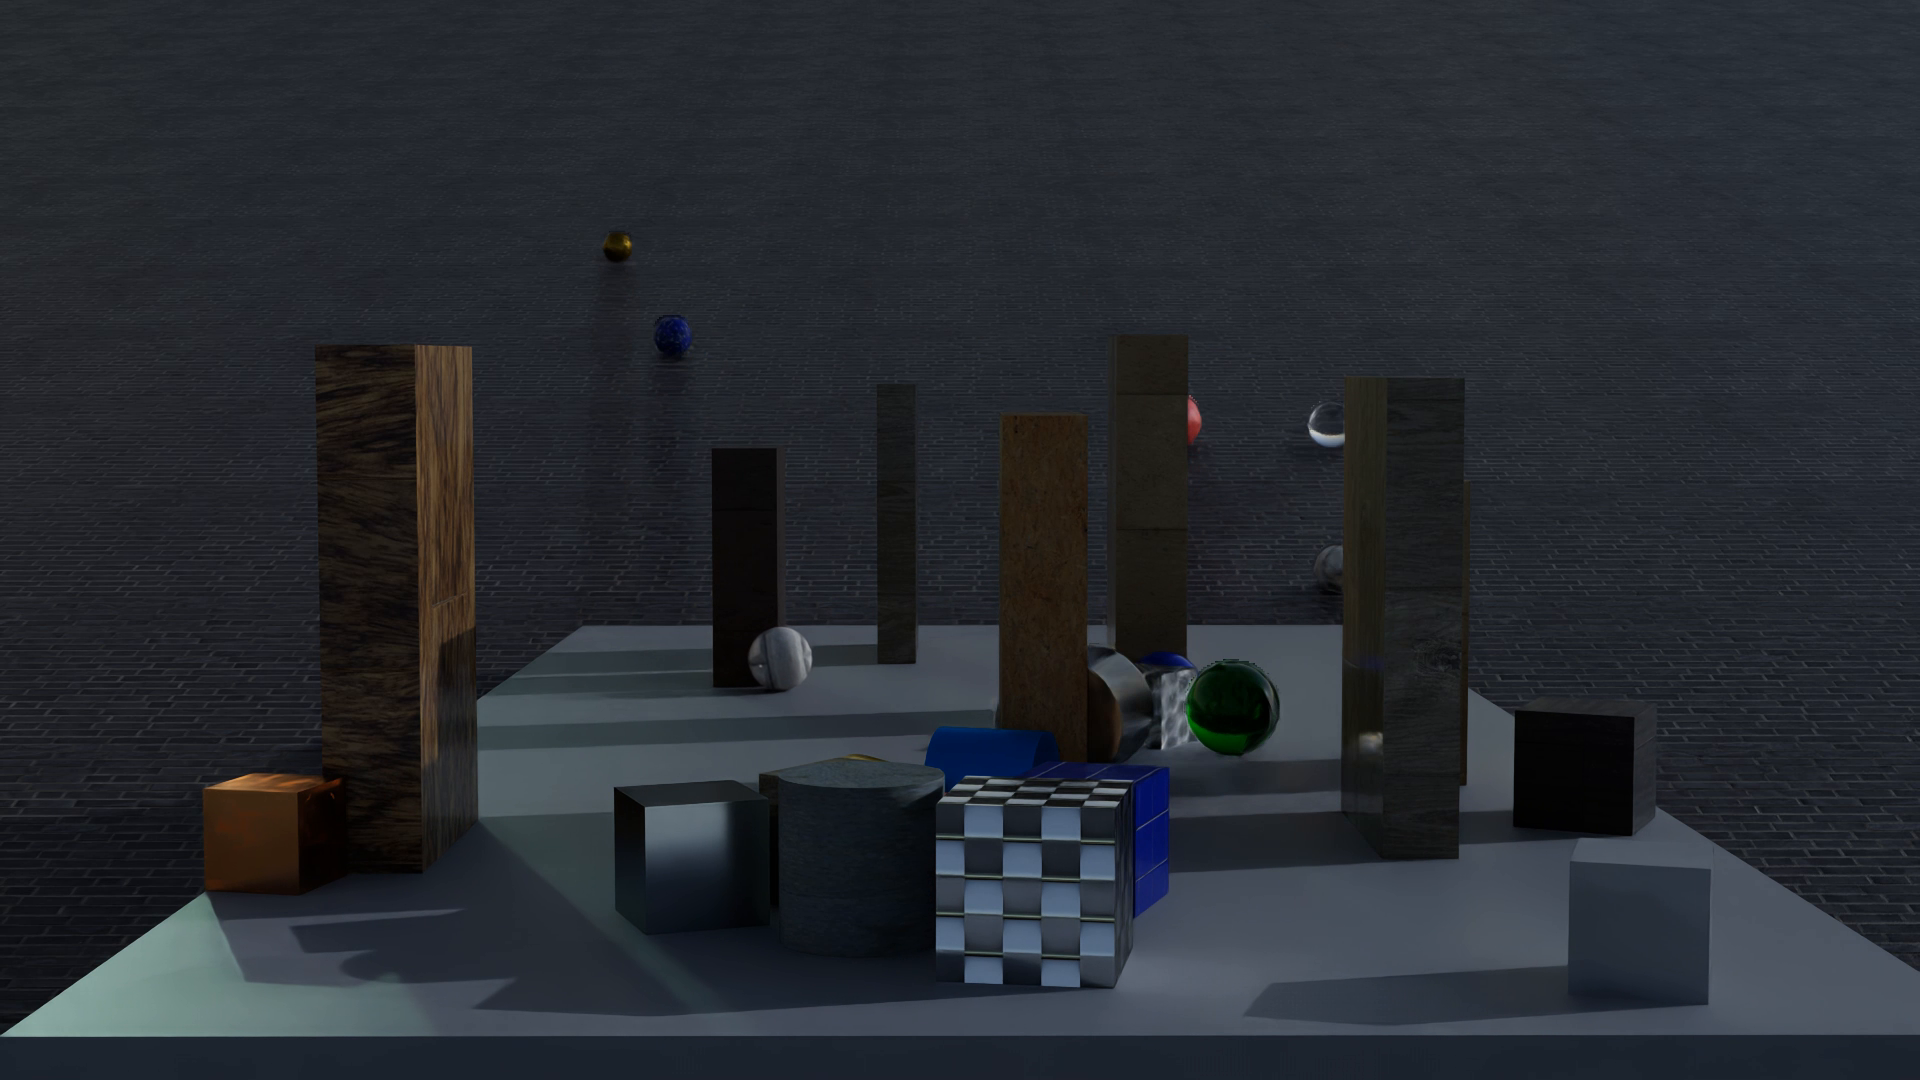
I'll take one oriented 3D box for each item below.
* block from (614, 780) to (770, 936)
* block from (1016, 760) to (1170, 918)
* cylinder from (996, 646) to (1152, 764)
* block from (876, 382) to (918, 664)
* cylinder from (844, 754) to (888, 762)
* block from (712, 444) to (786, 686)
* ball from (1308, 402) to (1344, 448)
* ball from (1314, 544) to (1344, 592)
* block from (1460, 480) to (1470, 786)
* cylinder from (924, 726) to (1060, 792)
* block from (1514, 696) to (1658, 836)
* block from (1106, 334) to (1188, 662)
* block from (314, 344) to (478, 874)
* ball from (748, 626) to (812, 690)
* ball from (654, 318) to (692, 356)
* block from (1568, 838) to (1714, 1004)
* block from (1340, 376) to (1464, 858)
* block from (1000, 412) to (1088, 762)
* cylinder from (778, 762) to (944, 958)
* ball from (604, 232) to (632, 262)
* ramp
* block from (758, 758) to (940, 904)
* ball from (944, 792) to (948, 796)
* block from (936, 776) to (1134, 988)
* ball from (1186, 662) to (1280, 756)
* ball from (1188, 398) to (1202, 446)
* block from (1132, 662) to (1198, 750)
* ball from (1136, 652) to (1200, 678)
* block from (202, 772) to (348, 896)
[{"bbox_3d":[-0.323,0.378,3.080,0.151,0.151,0.151,-2,4,-21],"label":"block"},{"bbox_3d":[0.161,0.367,3.174,0.159,0.159,0.159,1,4,19],"label":"block"},{"bbox_3d":[0.185,0.281,4.101,0.205,0.205,0.205,6,6,18],"label":"cylinder"},{"bbox_3d":[-0.141,-0.048,5.877,0.085,0.620,0.403,0,4,0],"label":"block"},{"bbox_3d":[-0.118,0.362,3.540,0.120,0.120,0.120,-11,9,-29],"label":"cylinder"},{"bbox_3d":[-0.443,0.048,5.404,0.133,0.492,0.263,0,4,0],"label":"block"},{"bbox_3d":[1.202,-0.371,8.299,0.151,0.151,0.151,0,19,0],"label":"ball"},{"bbox_3d":[1.036,0.079,7.026,0.132,0.132,0.132,0,19,0],"label":"ball"},{"bbox_3d":[0.741,0.138,4.171,0.115,0.480,0.282,0,4,0],"label":"block"},{"bbox_3d":[0.046,0.341,3.592,0.155,0.155,0.155,1,19,18],"label":"cylinder"},{"bbox_3d":[0.907,0.325,3.718,0.169,0.169,0.169,2,4,26],"label":"block"},{"bbox_3d":[0.351,-0.026,4.834,0.131,0.717,0.274,0,4,0],"label":"block"},{"bbox_3d":[-0.767,0.079,3.523,0.128,0.689,0.393,0,4,0],"label":"block"},{"bbox_3d":[-0.367,0.242,5.221,0.130,0.130,0.130,0,19,0],"label":"ball"},{"bbox_3d":[-1.053,-0.747,9.405,0.140,0.140,0.140,0,19,0],"label":"ball"},{"bbox_3d":[0.730,0.405,2.745,0.142,0.142,0.142,1,4,18],"label":"block"},{"bbox_3d":[0.618,0.094,3.610,0.103,0.645,0.371,0,4,0],"label":"block"},{"bbox_3d":[0.121,0.109,3.794,0.121,0.591,0.280,0,4,0],"label":"block"},{"bbox_3d":[-0.113,0.366,2.961,0.192,0.192,0.192,0,4,0],"label":"cylinder"},{"bbox_3d":[-1.448,-1.238,10.853,0.123,0.123,0.123,0,19,0],"label":"ball"},{"bbox_3d":[0.045,0.404,4.539,2.000,0.100,4.000,0,4,0],"label":"ramp"},{"bbox_3d":[-0.136,0.366,3.186,0.160,0.160,0.160,3,5,35],"label":"block"},{"bbox_3d":[-0.009,0.379,3.100,0.147,0.147,0.147,0,19,0],"label":"ball"},{"bbox_3d":[0.085,0.374,2.836,0.193,0.193,0.193,1,4,10],"label":"block"},{"bbox_3d":[0.463,0.286,4.359,0.159,0.159,0.159,0,19,0],"label":"ball"},{"bbox_3d":[0.685,-0.380,8.275,0.185,0.185,0.185,0,19,0],"label":"ball"},{"bbox_3d":[0.328,0.291,4.509,0.130,0.130,0.130,3,5,33],"label":"block"},{"bbox_3d":[0.369,0.274,4.646,0.144,0.144,0.144,0,19,0],"label":"ball"},{"bbox_3d":[-0.876,0.375,3.285,0.130,0.130,0.130,1,4,13],"label":"block"}]
